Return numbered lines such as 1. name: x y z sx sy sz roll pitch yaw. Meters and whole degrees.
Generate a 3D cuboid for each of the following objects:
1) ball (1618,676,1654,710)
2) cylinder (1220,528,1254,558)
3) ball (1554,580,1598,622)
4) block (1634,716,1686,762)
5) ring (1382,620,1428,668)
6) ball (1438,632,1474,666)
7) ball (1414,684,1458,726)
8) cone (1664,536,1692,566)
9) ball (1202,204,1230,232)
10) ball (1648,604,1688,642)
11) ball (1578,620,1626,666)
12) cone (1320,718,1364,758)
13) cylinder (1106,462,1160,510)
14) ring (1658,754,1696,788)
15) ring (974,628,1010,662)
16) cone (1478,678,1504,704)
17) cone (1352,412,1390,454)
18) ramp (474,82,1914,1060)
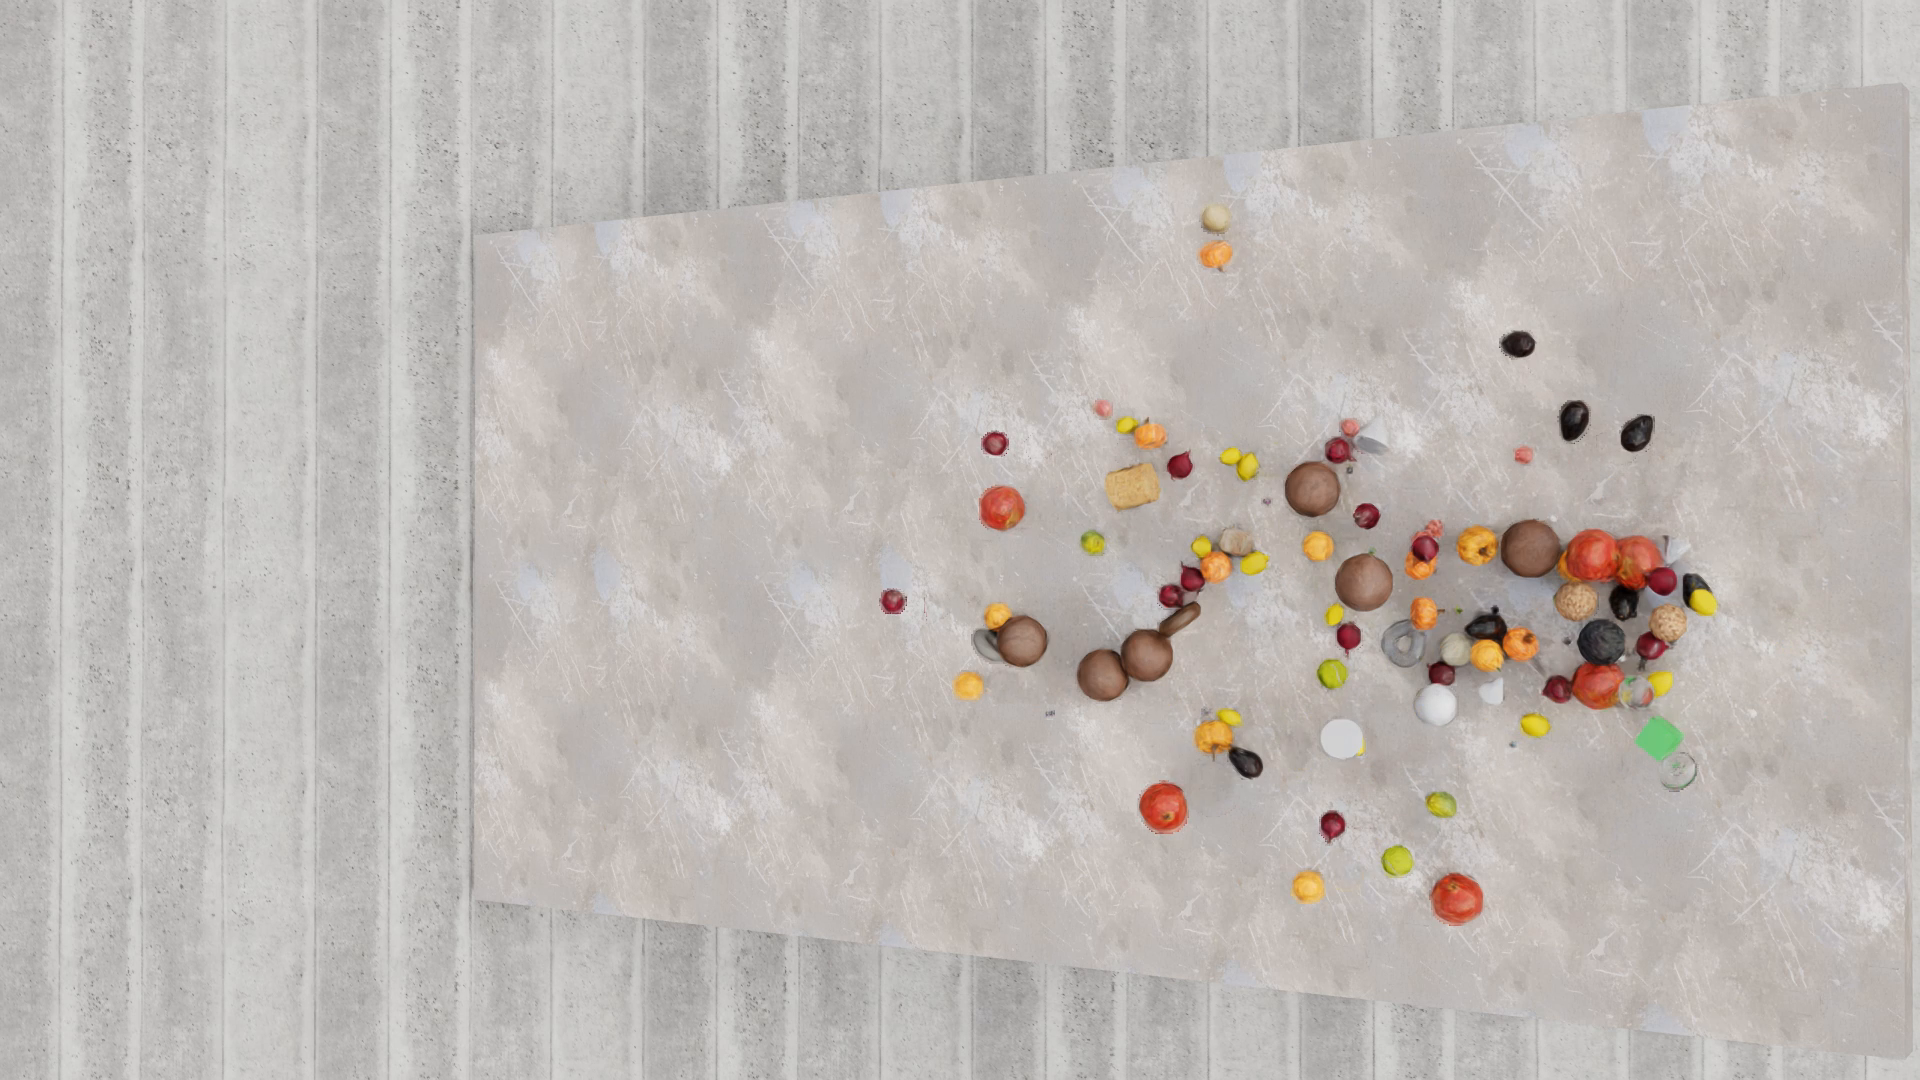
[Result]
1. ball: 1.417 0.320 4.609 0.075 0.075 0.075 0 89 0
2. cylinder: 0.661 0.005 5.257 0.060 0.060 0.060 14 89 32
3. ball: 1.337 0.132 4.775 0.089 0.089 0.089 0 89 0
4. block: 1.503 0.426 4.724 0.066 0.066 0.066 41 110 26
5. ring: 1.019 0.238 5.043 0.109 0.036 0.109 -6 79 31
6. ball: 1.118 0.247 4.960 0.076 0.076 0.076 0 89 0
7. ball: 1.039 0.361 4.805 0.093 0.093 0.093 0 89 0
8. cone: 1.520 0.031 4.691 0.063 0.063 0.063 21 92 0
9. ball: 0.615 -0.774 5.289 0.068 0.068 0.068 0 89 0
10. ball: 1.508 0.176 4.682 0.079 0.079 0.079 0 89 0
11. ball: 1.378 0.220 4.725 0.099 0.099 0.099 0 89 0
12. cone: 0.886 0.443 5.086 0.097 0.097 0.097 3 106 12
13. cylinder: 0.423 -0.130 5.386 0.098 0.098 0.098 -15 89 31
14. ring: 1.519 0.489 4.654 0.083 0.083 0.028 -47 127 0
15. ring: 0.081 0.268 5.590 0.106 0.106 0.035 36 116 0
16. cone: 1.174 0.319 4.810 0.059 0.059 0.059 25 133 0
17. cone: 0.962 -0.257 5.080 0.089 0.089 0.089 22 74 0
18. ramp: 0.261 0.072 5.602 4.000 0.100 2.000 0 89 32
